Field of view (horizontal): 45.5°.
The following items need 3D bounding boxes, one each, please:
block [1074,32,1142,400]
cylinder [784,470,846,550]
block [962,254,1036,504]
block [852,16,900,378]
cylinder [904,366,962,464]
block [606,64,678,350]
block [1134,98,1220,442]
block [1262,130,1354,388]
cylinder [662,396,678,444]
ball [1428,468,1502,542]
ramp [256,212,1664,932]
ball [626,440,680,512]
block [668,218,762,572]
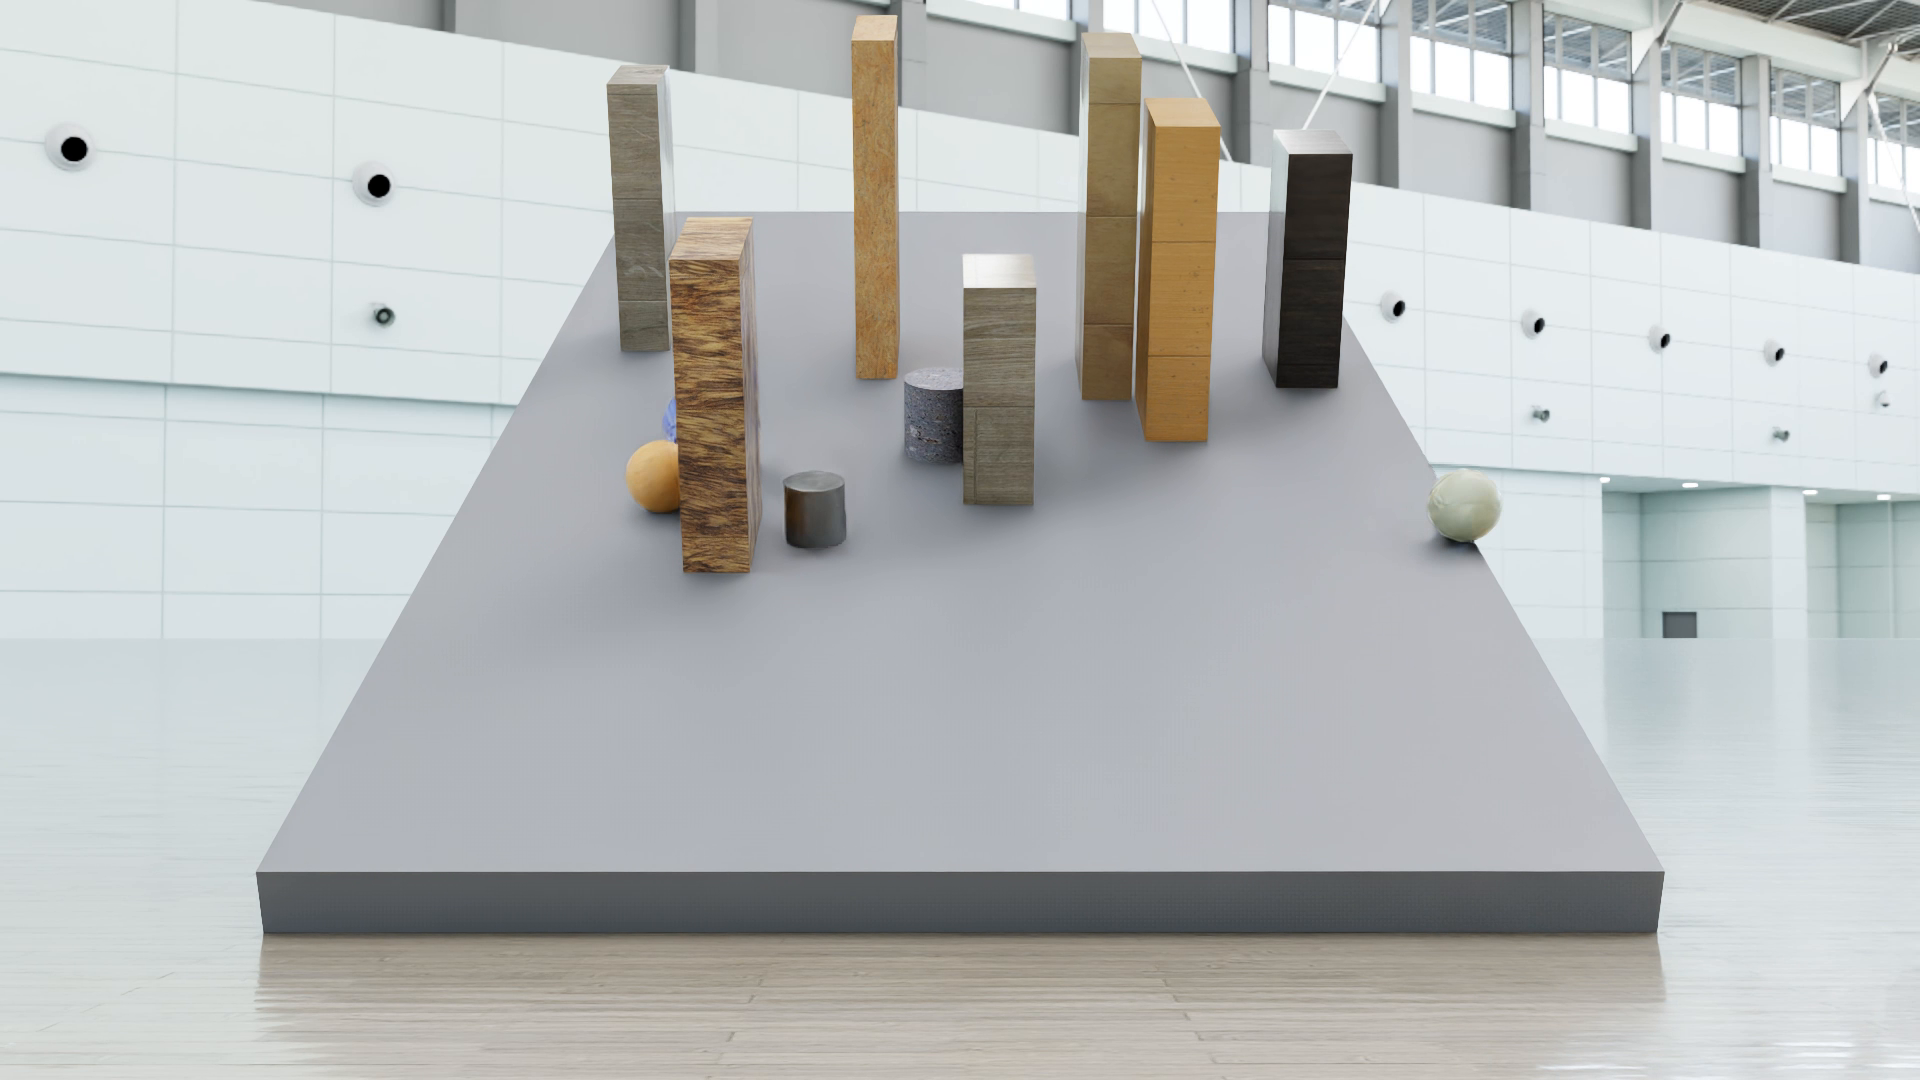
[{"bbox_3d":[0.337,-0.747,5.270,0.114,0.779,0.339,0,22,0],"label":"block"},{"bbox_3d":[-0.281,-0.058,4.425,0.118,0.118,0.118,0,22,0],"label":"cylinder"},{"bbox_3d":[0.077,-0.329,4.657,0.141,0.451,0.259,0,22,0],"label":"block"},{"bbox_3d":[-0.197,-0.815,5.425,0.095,0.790,0.361,0,22,0],"label":"block"},{"bbox_3d":[-0.037,-0.268,4.895,0.163,0.163,0.163,0,22,0],"label":"cylinder"},{"bbox_3d":[-0.771,-0.814,5.611,0.119,0.650,0.259,0,22,0],"label":"block"},{"bbox_3d":[0.471,-0.593,5.006,0.134,0.688,0.315,0,22,0],"label":"block"},{"bbox_3d":[0.809,-0.659,5.363,0.144,0.550,0.266,0,22,0],"label":"block"},{"bbox_3d":[-0.514,-0.212,4.728,0.180,0.180,0.180,1,21,-14],"label":"cylinder"},{"bbox_3d":[0.974,-0.067,4.421,0.142,0.142,0.142,0,-2,0],"label":"ball"},{"bbox_3d":[-0.006,-0.218,5.128,2.000,0.100,4.000,0,22,0],"label":"ramp"},{"bbox_3d":[-0.595,-0.127,4.563,0.143,0.143,0.143,0,-2,0],"label":"ball"},{"bbox_3d":[-0.456,-0.277,4.320,0.124,0.601,0.317,0,22,0],"label":"block"}]
